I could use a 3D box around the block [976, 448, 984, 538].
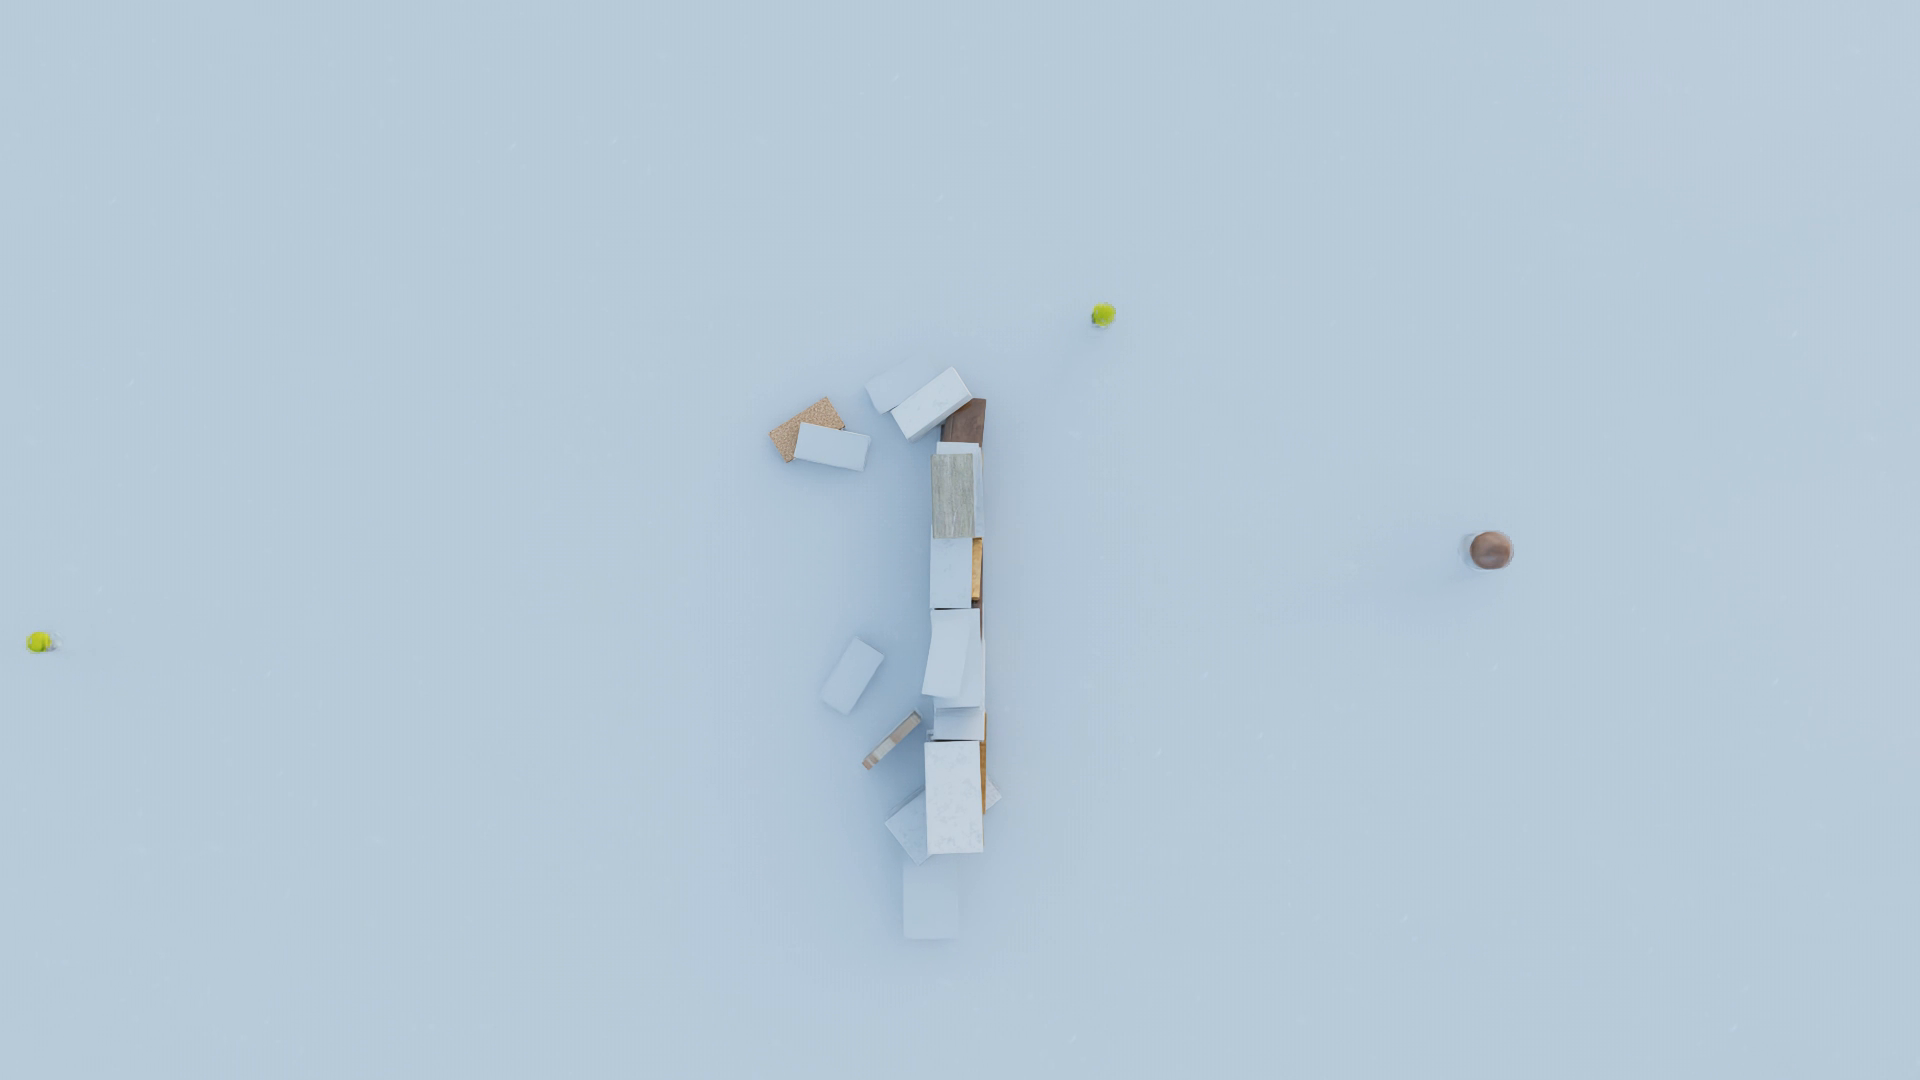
[{"bbox_3d":[0.002,-0.153,5.351,0.144,0.041,0.289,-2,93,2],"label":"block"}]

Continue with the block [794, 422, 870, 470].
[{"bbox_3d":[-0.425,-0.310,5.458,0.230,0.033,0.115,11,99,-8],"label":"block"}]

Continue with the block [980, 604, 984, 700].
[{"bbox_3d":[0.000,0.368,5.421,0.157,0.044,0.314,0,73,0],"label":"block"}]

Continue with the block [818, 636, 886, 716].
[{"bbox_3d":[-0.361,0.452,5.483,0.117,0.033,0.235,32,90,0],"label":"block"}]

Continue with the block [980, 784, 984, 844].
[{"bbox_3d":[-0.012,0.830,5.355,0.165,0.047,0.329,-3,78,0],"label":"block"}]

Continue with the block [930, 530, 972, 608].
[{"bbox_3d":[-0.028,0.086,5.332,0.134,0.038,0.267,1,98,1],"label":"block"}]

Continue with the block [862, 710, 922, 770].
[{"bbox_3d":[-0.224,0.661,5.441,0.235,0.117,0.033,-43,90,0],"label":"block"}]

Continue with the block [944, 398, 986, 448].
[{"bbox_3d":[0.013,-0.344,5.420,0.126,0.036,0.253,5,74,1],"label":"block"}]

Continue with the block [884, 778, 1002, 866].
[{"bbox_3d":[-0.055,0.892,5.439,0.354,0.050,0.177,-38,81,-7],"label":"block"}]

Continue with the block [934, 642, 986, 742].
[{"bbox_3d":[-0.001,0.498,5.430,0.165,0.047,0.329,1,73,0],"label":"block"}]

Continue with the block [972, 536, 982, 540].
[{"bbox_3d":[0.001,-0.147,5.440,0.144,0.041,0.289,1,74,0],"label":"block"}]

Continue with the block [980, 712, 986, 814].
[{"bbox_3d":[0.003,0.734,5.422,0.165,0.047,0.329,1,78,0],"label":"block"}]

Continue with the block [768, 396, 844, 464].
[{"bbox_3d":[-0.510,-0.366,5.484,0.230,0.033,0.115,-32,90,0],"label":"block"}]

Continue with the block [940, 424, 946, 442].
[{"bbox_3d":[-0.006,-0.253,5.431,0.126,0.036,0.253,3,74,1],"label":"block"}]

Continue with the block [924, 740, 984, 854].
[{"bbox_3d":[-0.020,0.828,5.306,0.177,0.050,0.354,-2,78,0],"label":"block"}]

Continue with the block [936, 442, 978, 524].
[{"bbox_3d":[-0.012,-0.178,5.290,0.134,0.038,0.267,2,83,2],"label":"block"}]

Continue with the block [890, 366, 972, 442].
[{"bbox_3d":[-0.094,-0.446,5.434,0.253,0.036,0.126,-36,62,10],"label":"block"}]

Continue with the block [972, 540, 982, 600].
[{"bbox_3d":[-0.001,0.049,5.425,0.144,0.041,0.289,4,74,1],"label":"block"}]

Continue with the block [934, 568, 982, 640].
[{"bbox_3d":[-0.004,0.168,5.434,0.157,0.044,0.314,1,74,0],"label":"block"}]

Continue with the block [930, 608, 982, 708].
[{"bbox_3d":[-0.011,0.382,5.341,0.157,0.044,0.314,-2,86,0],"label":"block"}]

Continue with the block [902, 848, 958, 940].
[{"bbox_3d":[-0.100,1.141,5.475,0.177,0.050,0.354,-1,90,0],"label":"block"}]

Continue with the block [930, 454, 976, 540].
[{"bbox_3d":[-0.022,-0.139,5.248,0.134,0.038,0.267,-2,83,2],"label":"block"}]

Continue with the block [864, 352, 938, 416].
[{"bbox_3d":[-0.191,-0.521,5.484,0.230,0.033,0.115,-29,90,0],"label":"block"}]

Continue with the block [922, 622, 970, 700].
[{"bbox_3d":[-0.044,0.387,5.302,0.117,0.033,0.235,10,86,1],"label":"block"}]
